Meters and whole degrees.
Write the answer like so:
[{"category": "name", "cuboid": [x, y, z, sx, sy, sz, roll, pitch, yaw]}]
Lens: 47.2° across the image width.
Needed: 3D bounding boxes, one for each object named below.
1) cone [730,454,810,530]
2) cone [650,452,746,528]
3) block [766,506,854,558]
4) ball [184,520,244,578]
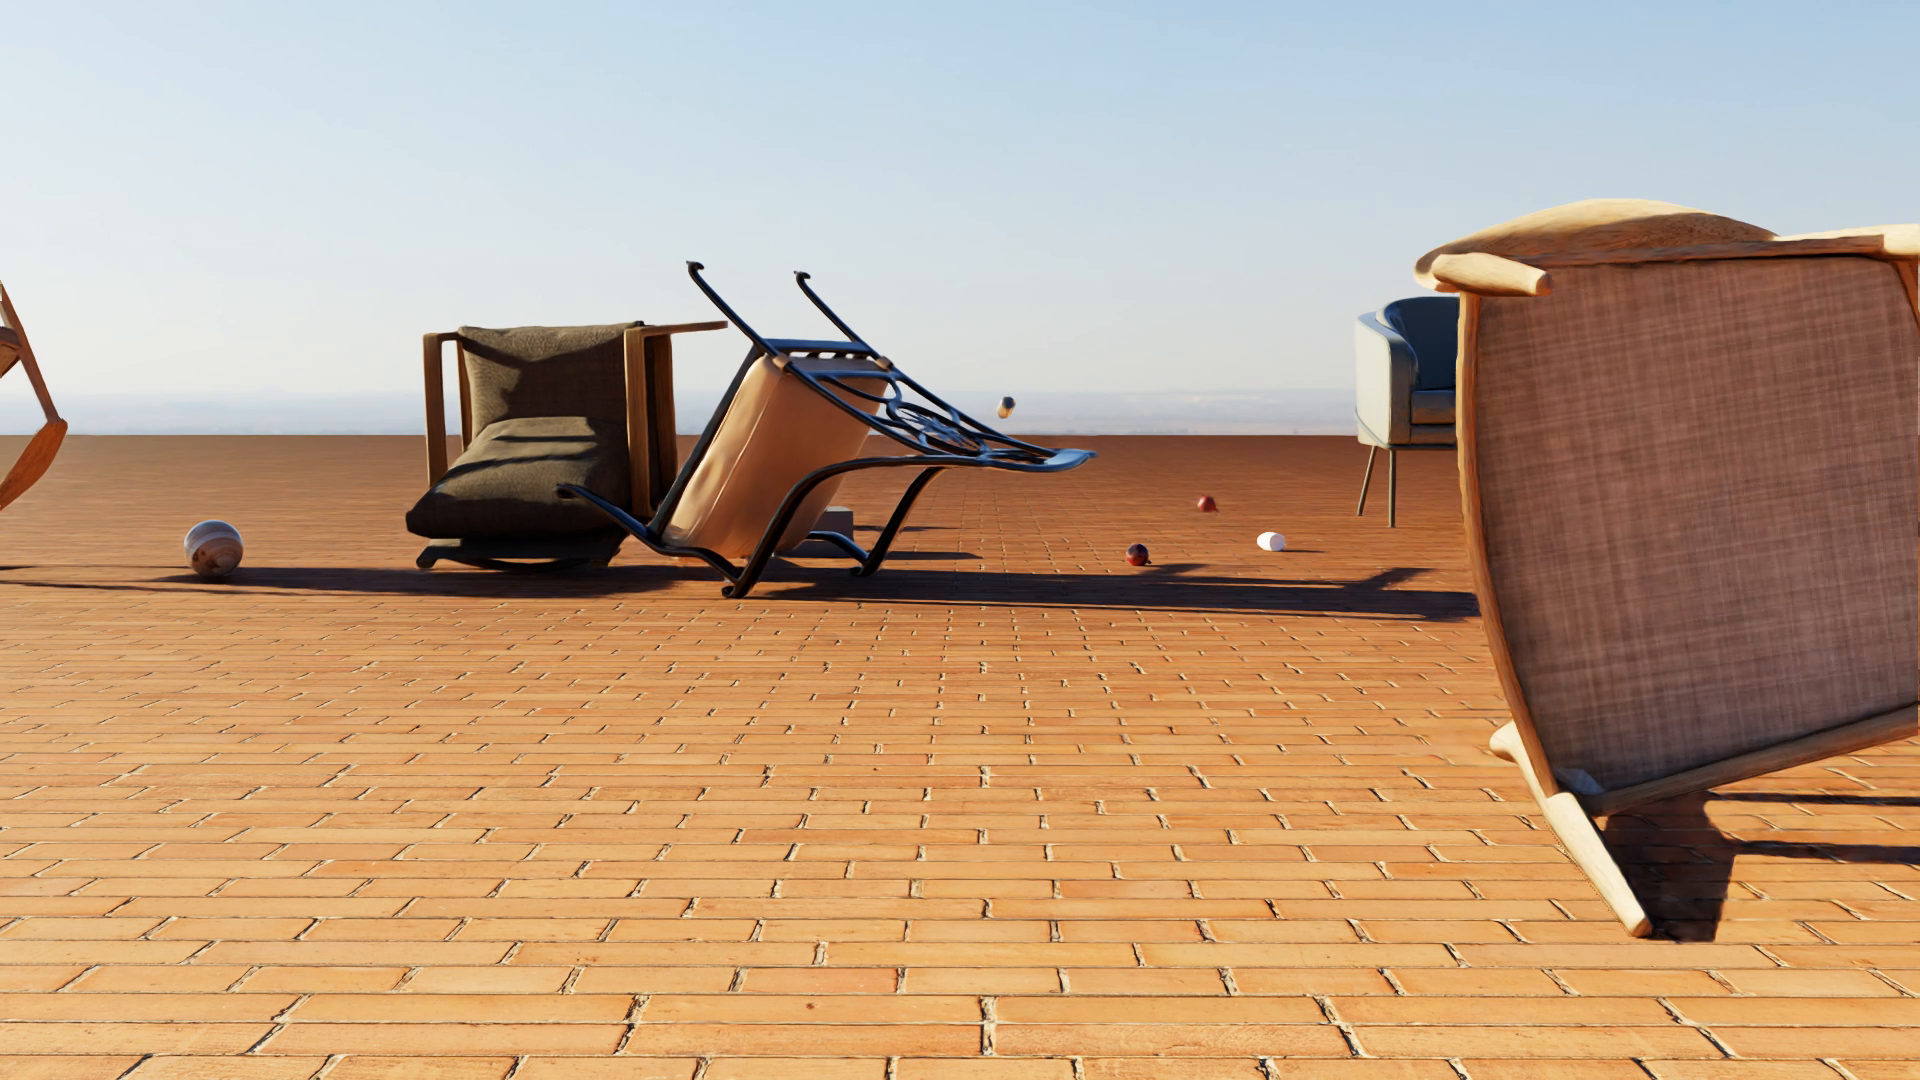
[{"category": "cone", "cuboid": [-0.650, -0.100, 7.146, 0.278, 0.246, 0.325, 26, 26, -5]}, {"category": "cone", "cuboid": [-0.882, -0.104, 7.162, 0.283, 0.273, 0.242, -26, -1, -6]}, {"category": "block", "cuboid": [-0.412, -0.024, 6.003, 0.214, 0.122, 0.241, -1, 4, -10]}, {"category": "ball", "cuboid": [-1.781, 0.020, 5.249, 0.137, 0.137, 0.137, 0, 4, 0]}]
